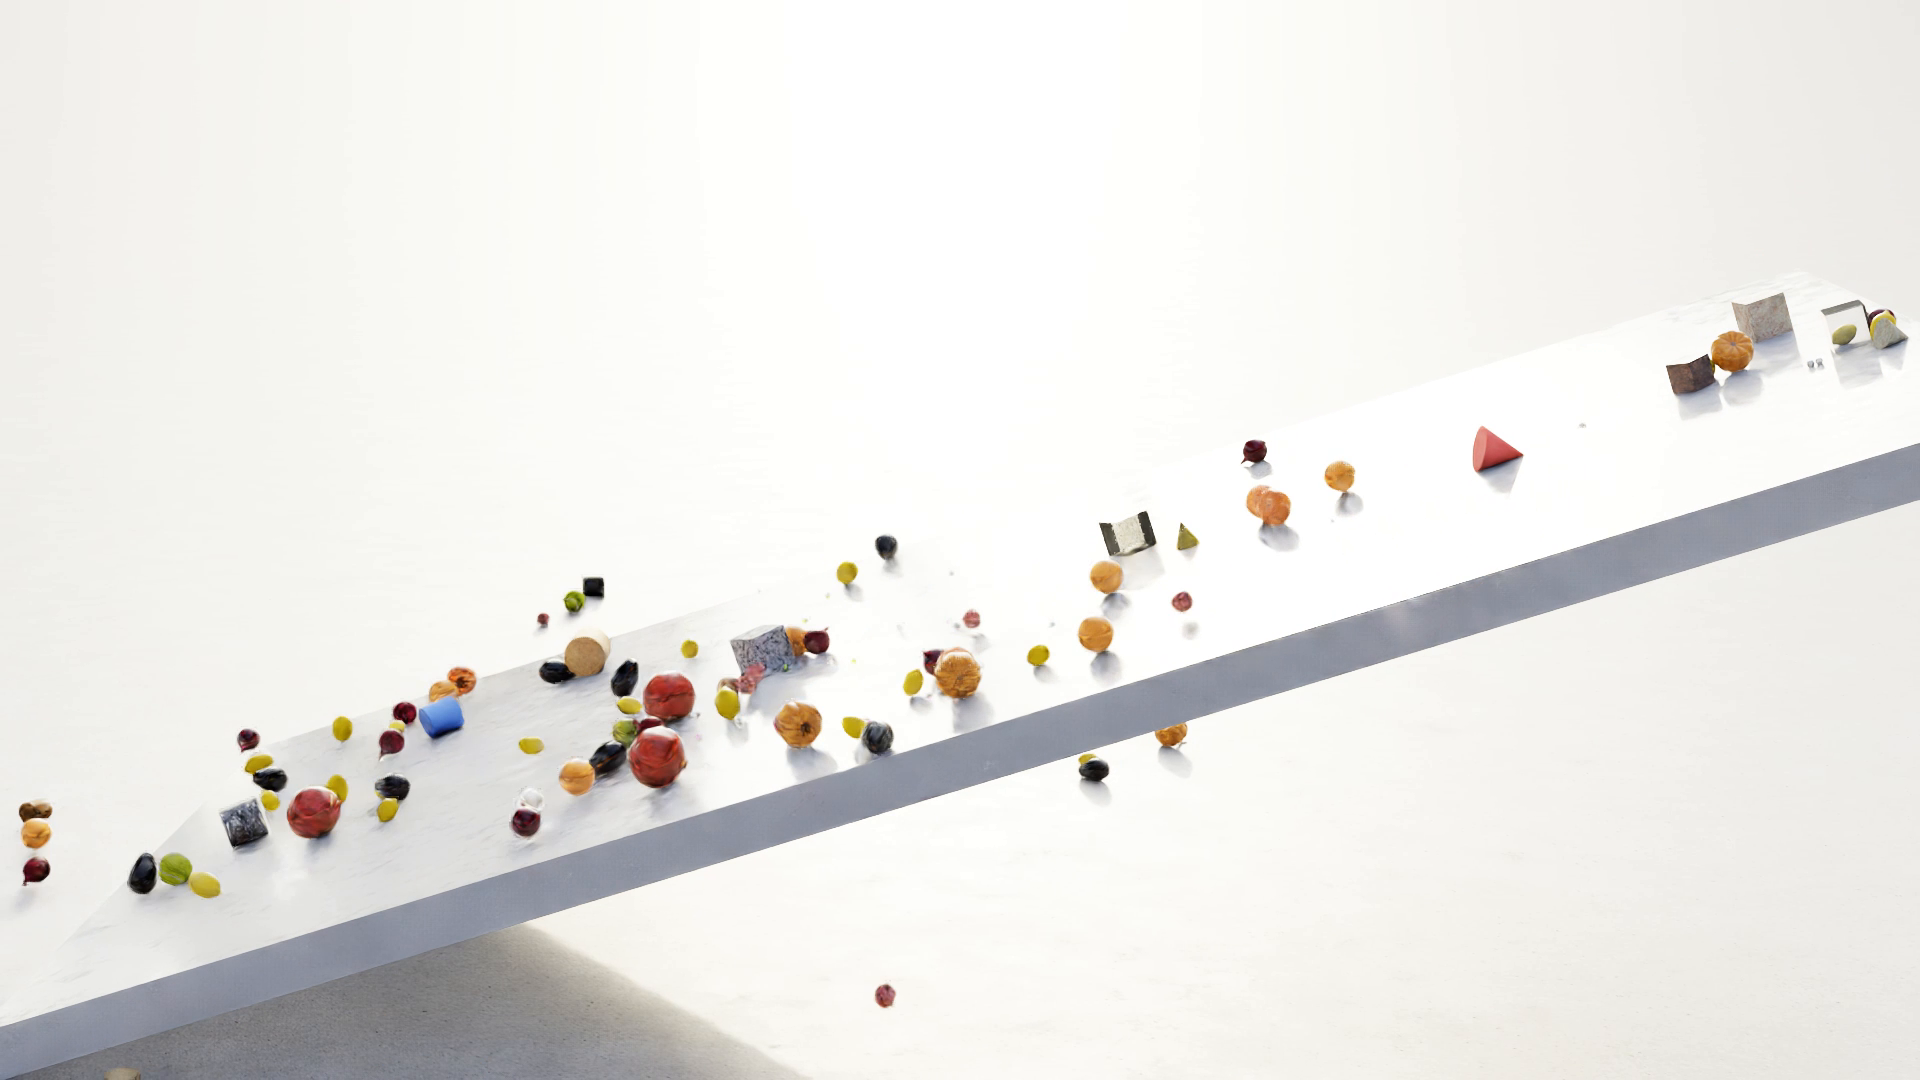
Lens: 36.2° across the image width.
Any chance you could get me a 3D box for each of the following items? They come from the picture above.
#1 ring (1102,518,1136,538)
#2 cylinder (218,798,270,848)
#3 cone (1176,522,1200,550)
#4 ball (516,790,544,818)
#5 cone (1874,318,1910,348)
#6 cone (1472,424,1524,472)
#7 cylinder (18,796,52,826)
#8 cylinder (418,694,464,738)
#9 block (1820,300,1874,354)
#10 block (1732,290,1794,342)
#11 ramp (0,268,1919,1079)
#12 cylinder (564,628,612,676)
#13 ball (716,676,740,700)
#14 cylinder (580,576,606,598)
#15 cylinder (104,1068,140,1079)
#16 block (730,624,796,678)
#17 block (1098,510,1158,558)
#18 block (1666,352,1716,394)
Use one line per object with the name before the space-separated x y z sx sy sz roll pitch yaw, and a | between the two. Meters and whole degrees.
ring | 0.357 -0.026 6.604 0.078 0.026 0.078 -18 12 4
cylinder | -1.557 0.615 6.394 0.084 0.084 0.084 -21 18 -16
cone | 0.477 -0.014 6.252 0.057 0.057 0.057 -18 10 3
ball | -0.843 0.516 5.763 0.056 0.056 0.056 0 12 0
cone | 1.901 -0.416 5.975 0.064 0.064 0.064 7 9 -16
cone | 1.118 -0.182 6.063 0.098 0.098 0.098 8 11 -6
cylinder | -2.242 0.658 7.133 0.055 0.055 0.055 6 16 26
cylinder | -1.211 0.413 6.866 0.077 0.077 0.077 -32 28 -31
block | 1.833 -0.442 6.079 0.082 0.082 0.082 -16 11 12
block | 1.758 -0.491 6.447 0.088 0.088 0.088 -19 10 -4
ramp | 0.101 0.183 6.310 4.000 0.100 2.000 -17 10 5
cylinder | -0.888 0.266 7.014 0.098 0.098 0.098 0 12 2
ball | -0.489 0.313 6.225 0.051 0.051 0.051 0 12 0
cylinder | -1.197 0.153 9.605 0.065 0.065 0.065 13 6 -24
cylinder | -1.540 1.012 5.414 0.063 0.063 0.063 0 12 0
block | -0.428 0.242 6.381 0.090 0.090 0.090 -25 12 -33
block | 0.364 -0.015 6.384 0.080 0.080 0.080 -23 12 -26
block | 1.531 -0.349 6.165 0.064 0.064 0.064 -25 12 -32
